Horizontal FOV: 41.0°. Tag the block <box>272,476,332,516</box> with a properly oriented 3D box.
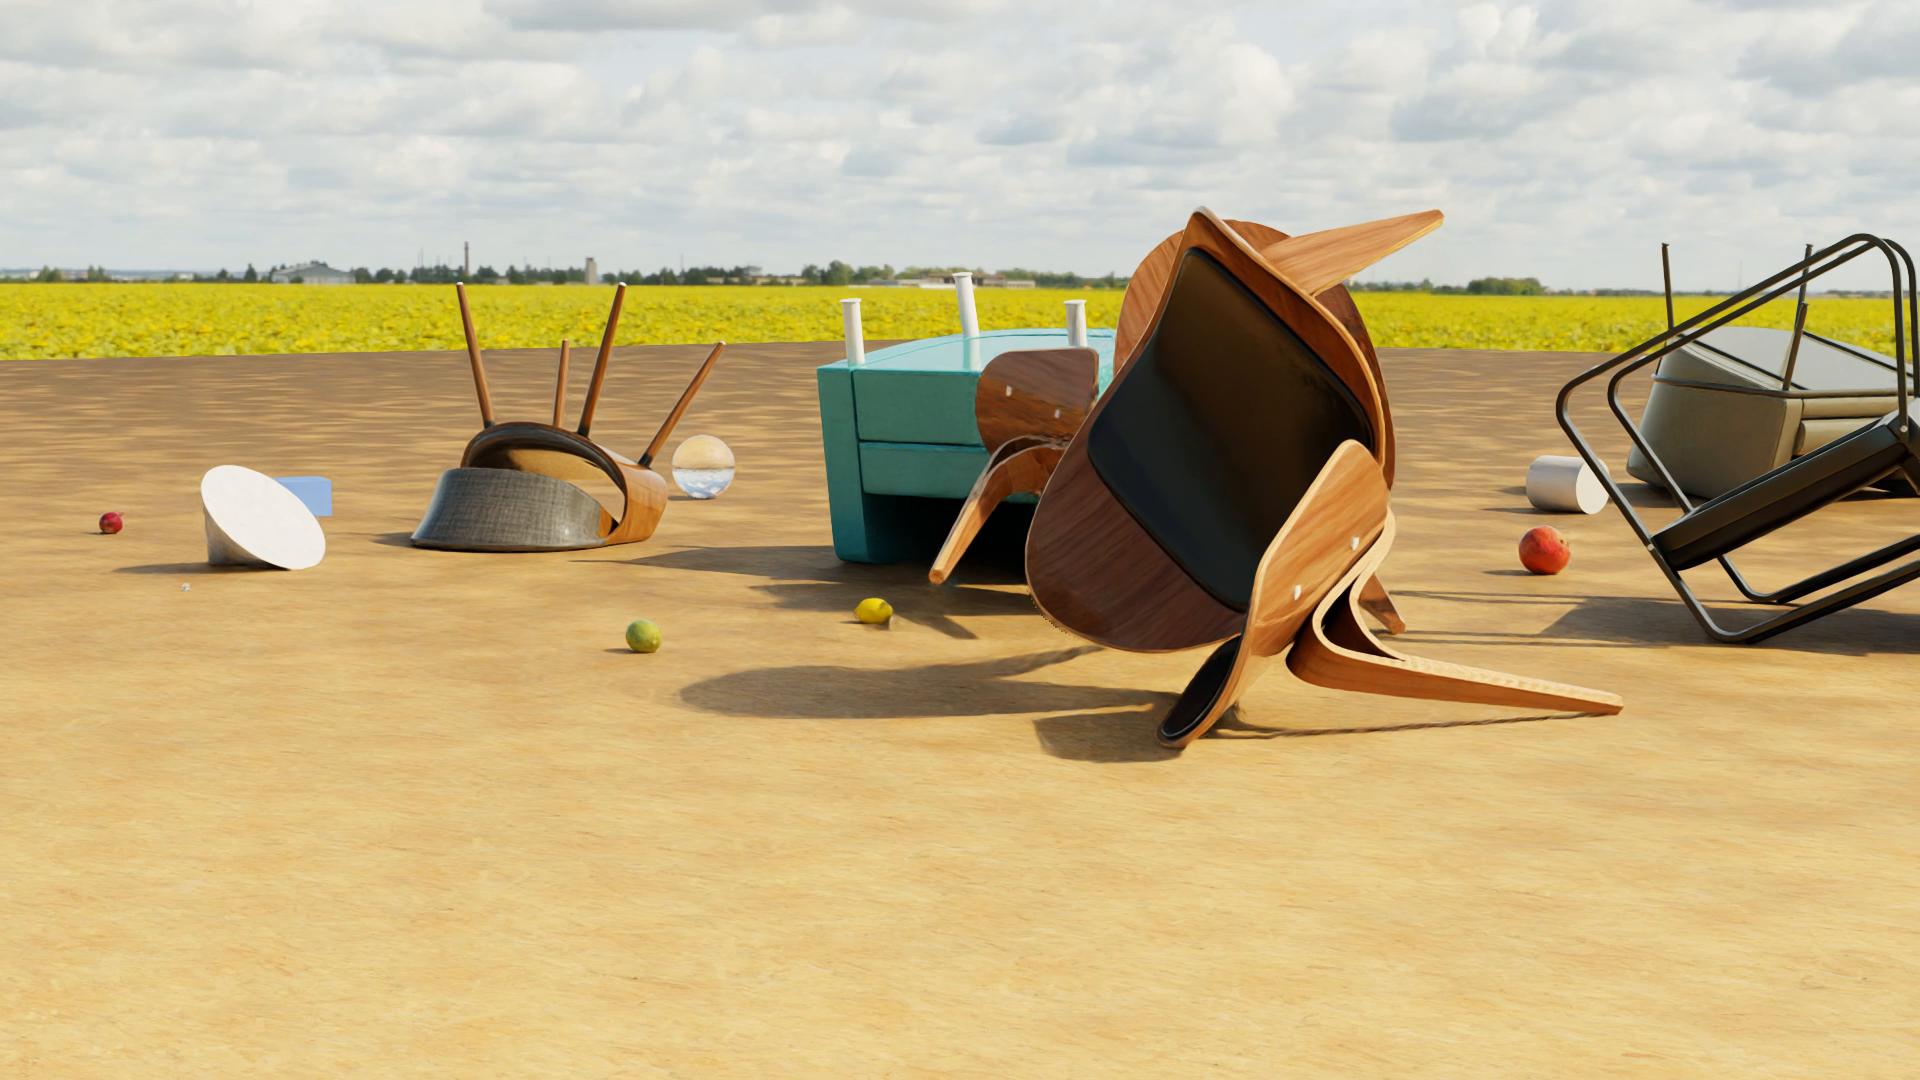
[{"bbox_3d":[-1.830,-0.120,7.113,0.143,0.096,0.181,-3,6,-24],"label":"block"}]

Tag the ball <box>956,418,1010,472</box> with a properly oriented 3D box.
[{"bbox_3d":[0.076,-0.316,8.594,0.182,0.182,0.182,0,6,0],"label":"ball"}]

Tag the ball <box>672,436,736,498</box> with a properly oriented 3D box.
[{"bbox_3d":[-0.760,-0.217,7.597,0.188,0.188,0.188,0,6,0],"label":"ball"}]

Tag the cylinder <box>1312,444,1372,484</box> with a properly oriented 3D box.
[{"bbox_3d":[1.230,-0.248,8.268,0.116,0.113,0.256,-24,-6,27],"label":"cylinder"}]

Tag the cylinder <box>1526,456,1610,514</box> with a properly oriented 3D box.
[{"bbox_3d":[1.700,-0.156,7.173,0.150,0.155,0.175,20,-8,-37],"label":"cylinder"}]

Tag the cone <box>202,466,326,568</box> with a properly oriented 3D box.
[{"bbox_3d":[-1.642,0.002,5.821,0.212,0.244,0.331,-35,-48,28],"label":"cone"}]

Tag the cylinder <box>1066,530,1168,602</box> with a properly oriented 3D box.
[{"bbox_3d":[0.322,0.052,5.245,0.159,0.135,0.137,-5,47,-38],"label":"cylinder"}]
